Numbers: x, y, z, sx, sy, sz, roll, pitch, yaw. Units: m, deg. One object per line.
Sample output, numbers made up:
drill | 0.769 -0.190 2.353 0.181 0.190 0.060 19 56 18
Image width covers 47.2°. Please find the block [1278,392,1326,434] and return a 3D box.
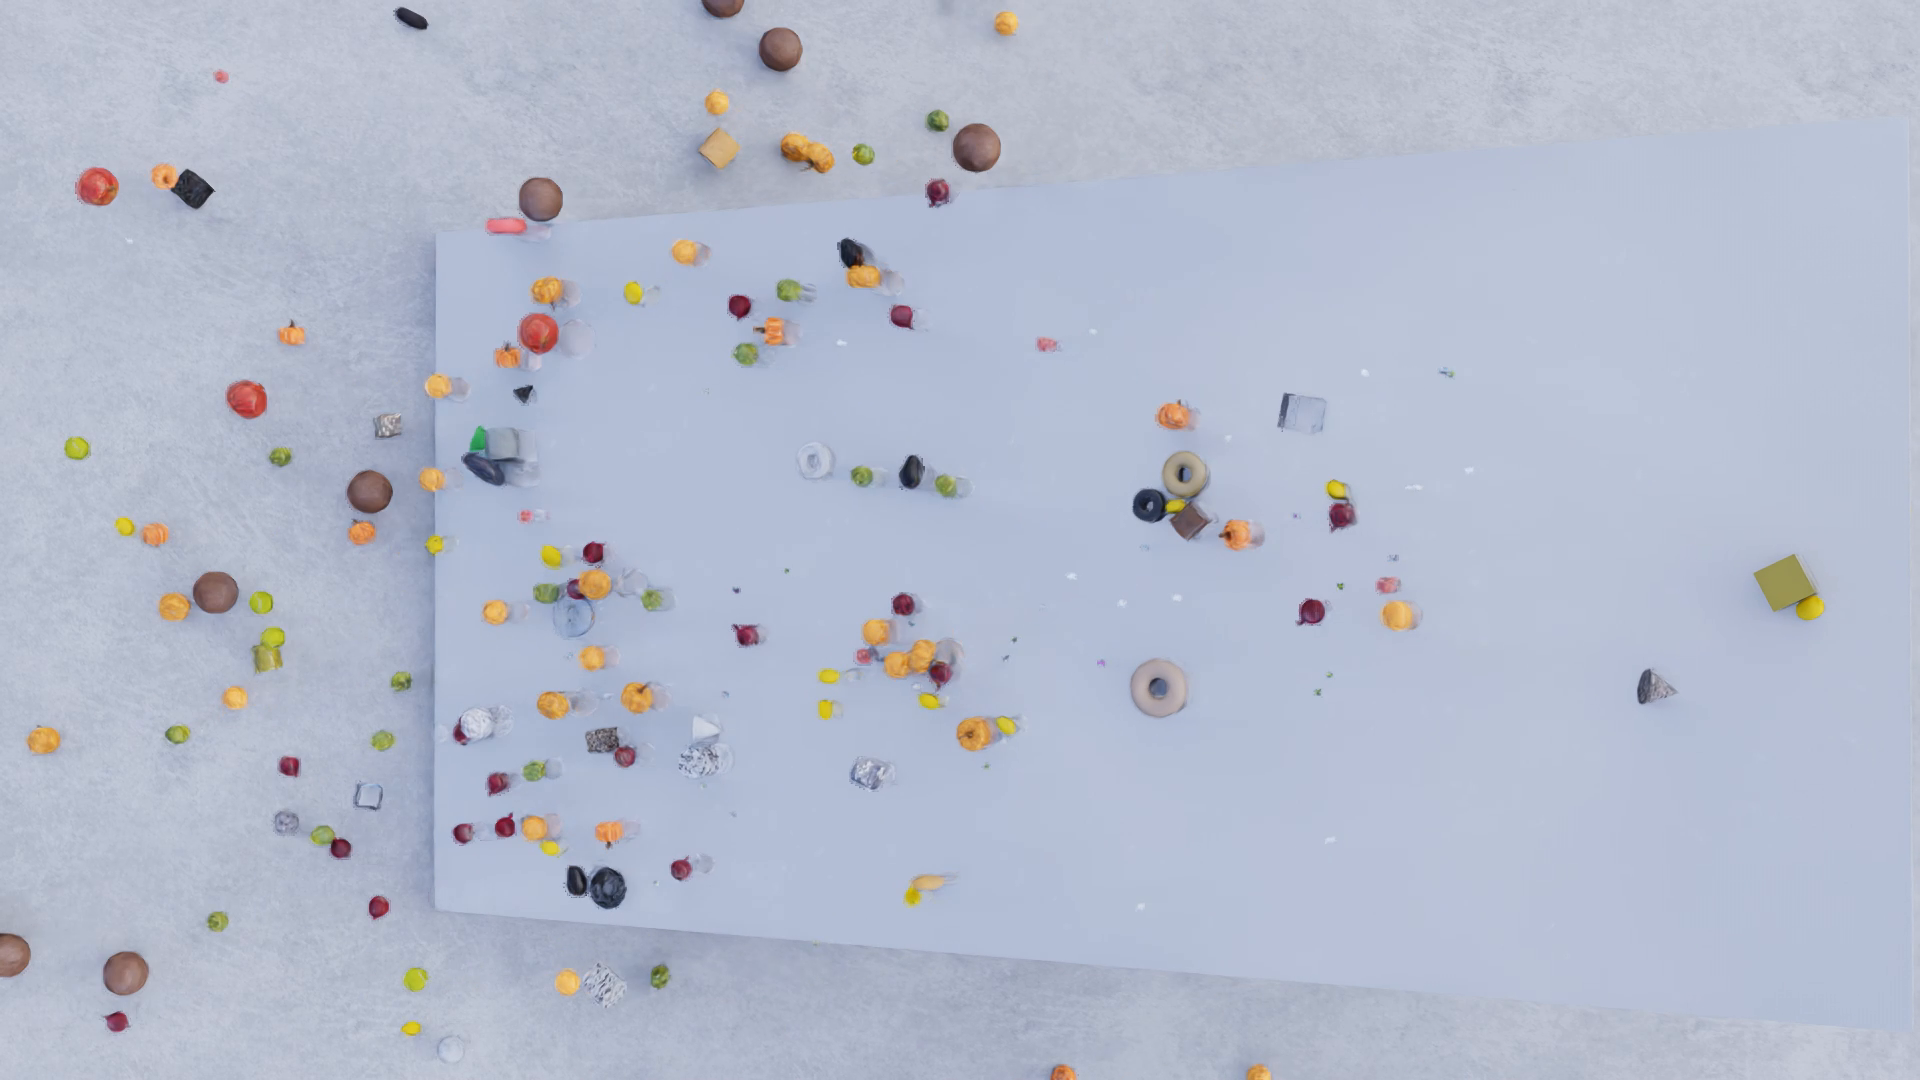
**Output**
block | 0.830 -0.306 5.334 0.085 0.085 0.085 12 95 25

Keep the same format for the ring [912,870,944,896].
ring | -0.084 0.895 5.745 0.089 0.089 0.030 -24 117 0

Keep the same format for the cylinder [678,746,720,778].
cylinder | -0.718 0.611 6.051 0.083 0.083 0.083 0 89 25

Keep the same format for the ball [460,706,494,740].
ball | -1.398 0.529 6.364 0.096 0.096 0.096 0 89 0

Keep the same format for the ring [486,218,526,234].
ring | -1.303 -0.902 6.321 0.114 0.114 0.038 -2 94 0

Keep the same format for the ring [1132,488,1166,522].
ring | 0.475 -0.086 5.529 0.086 0.029 0.086 0 90 24

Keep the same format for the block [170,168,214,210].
block | -2.290 -1.046 6.557 0.079 0.079 0.079 42 90 0

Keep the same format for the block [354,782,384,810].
block | -1.756 0.760 6.532 0.064 0.064 0.064 8 92 -27

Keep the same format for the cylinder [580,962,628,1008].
cylinder | -1.032 1.291 6.374 0.095 0.095 0.095 36 89 28

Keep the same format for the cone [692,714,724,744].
cone | -0.691 0.525 6.064 0.084 0.084 0.084 5 89 -2

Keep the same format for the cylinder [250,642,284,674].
cylinder | -2.061 0.349 6.539 0.080 0.080 0.080 -12 90 0

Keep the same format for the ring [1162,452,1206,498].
ring | 0.558 -0.163 5.486 0.116 0.039 0.116 0 90 26

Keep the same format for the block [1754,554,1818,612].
block | 1.824 0.095 4.857 0.096 0.096 0.096 -29 77 22

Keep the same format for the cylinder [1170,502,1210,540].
cylinder | 0.570 -0.047 5.458 0.071 0.071 0.071 -38 89 22

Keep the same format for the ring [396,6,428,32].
ring | -1.633 -1.553 6.552 0.100 0.100 0.033 30 80 0

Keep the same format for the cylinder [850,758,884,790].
cylinder | -0.245 0.621 5.837 0.066 0.066 0.066 23 89 23

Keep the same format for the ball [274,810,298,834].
ball | -2.003 0.840 6.539 0.071 0.071 0.071 0 89 0

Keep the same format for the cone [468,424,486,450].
cone | -1.371 -0.282 6.393 0.082 0.082 0.082 25 89 9

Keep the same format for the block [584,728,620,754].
block | -1.008 0.565 6.198 0.064 0.064 0.064 -12 84 25

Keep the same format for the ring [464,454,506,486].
ring | -1.366 -0.201 6.318 0.136 0.136 0.045 33 79 0

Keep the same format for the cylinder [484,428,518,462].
cylinder | -1.324 -0.275 6.341 0.090 0.090 0.090 -5 87 0

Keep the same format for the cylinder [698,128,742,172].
cylinder | -0.716 -1.165 6.552 0.092 0.092 0.092 41 90 0

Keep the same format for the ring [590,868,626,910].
ring | -0.993 0.983 6.201 0.116 0.039 0.116 0 89 27

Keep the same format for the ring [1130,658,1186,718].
ring | 0.496 0.369 5.503 0.148 0.049 0.148 0 90 24

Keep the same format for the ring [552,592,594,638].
ring | -1.099 0.214 6.256 0.134 0.045 0.134 -1 88 25

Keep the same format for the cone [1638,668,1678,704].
cone | 1.594 0.339 4.994 0.082 0.082 0.082 10 89 -2

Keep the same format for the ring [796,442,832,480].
ring | -0.394 -0.212 5.935 0.106 0.035 0.106 0 91 25

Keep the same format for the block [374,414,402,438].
block | -1.702 -0.340 6.543 0.061 0.061 0.061 -6 86 -34

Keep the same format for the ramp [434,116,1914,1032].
ramp | 0.282 0.082 5.689 4.000 0.100 2.000 0 89 25

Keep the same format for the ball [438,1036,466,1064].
ball | -1.508 1.512 6.526 0.083 0.083 0.083 0 89 0
